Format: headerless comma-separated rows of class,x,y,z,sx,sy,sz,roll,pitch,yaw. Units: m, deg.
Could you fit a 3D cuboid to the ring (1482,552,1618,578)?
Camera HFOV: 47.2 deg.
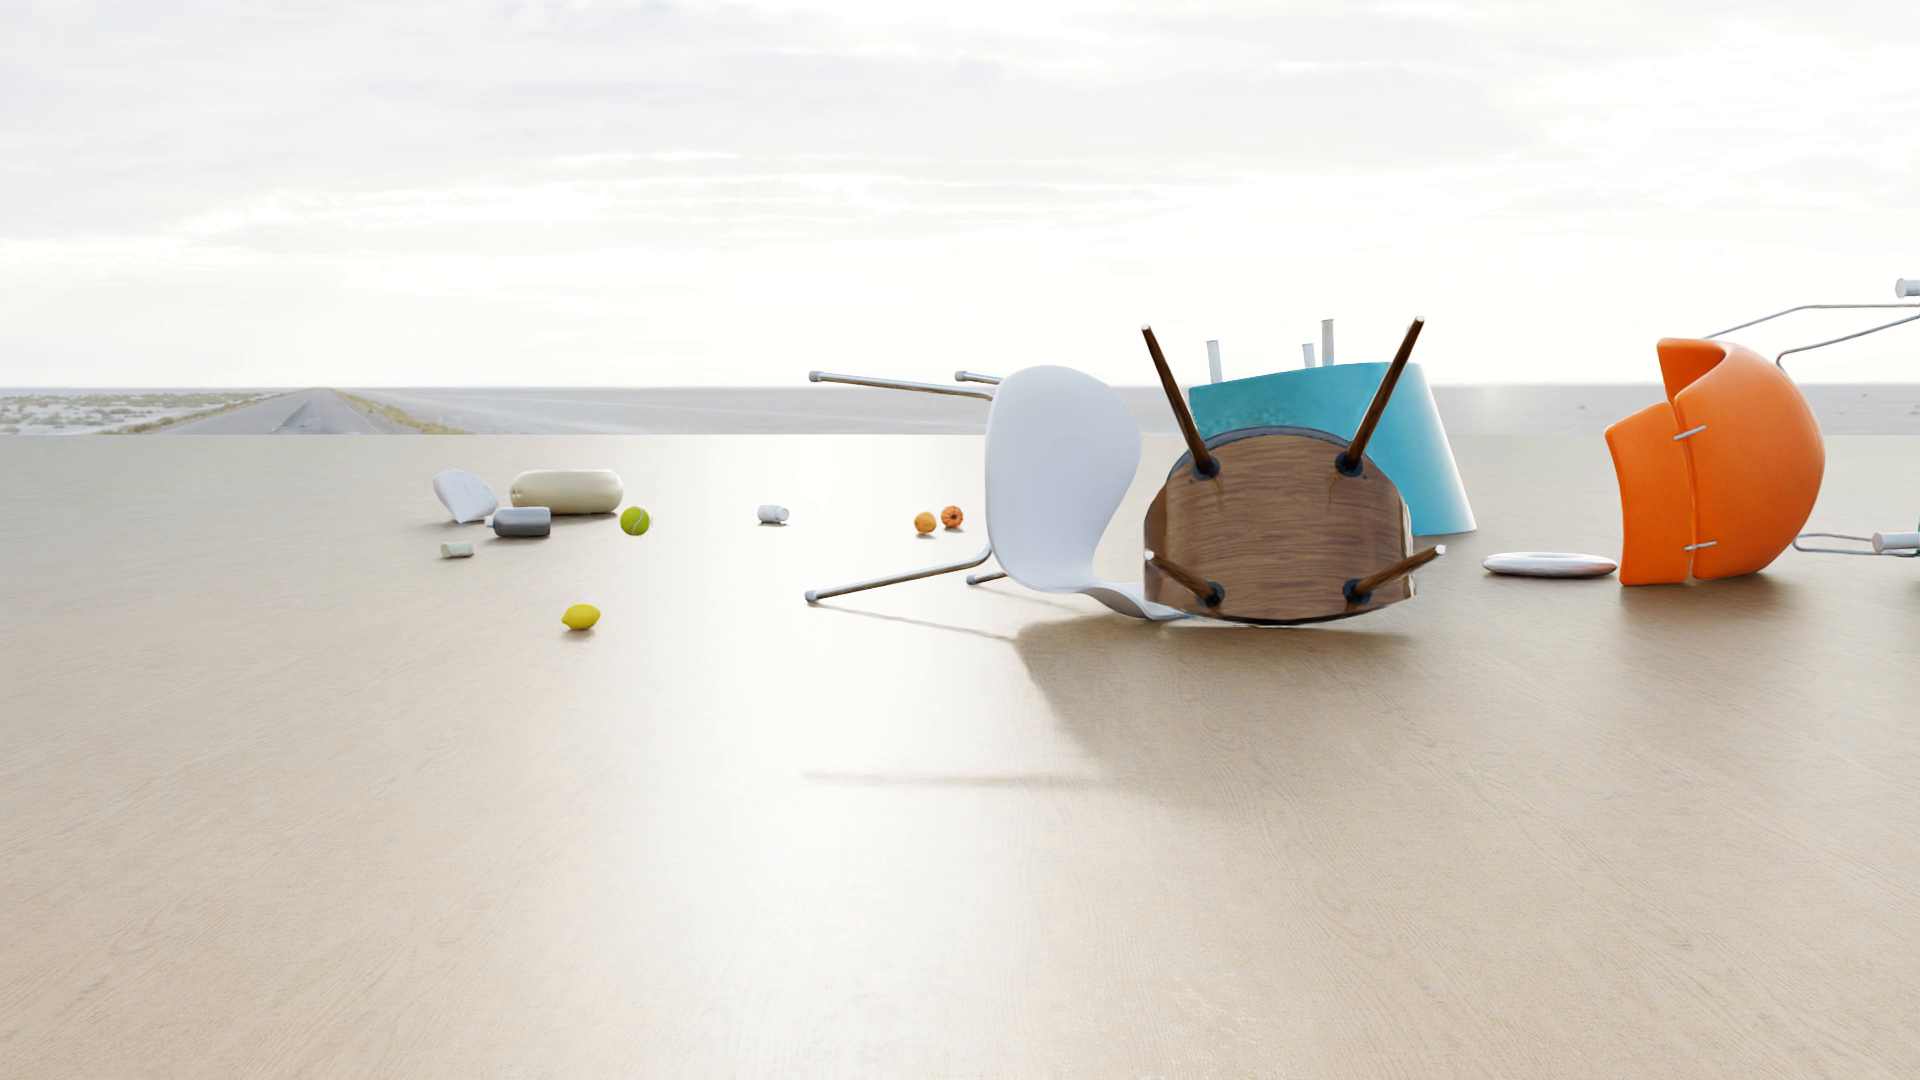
ring,1.431,0.060,5.340,0.322,0.045,0.315,1,4,7

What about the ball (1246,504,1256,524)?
ball,0.951,-0.085,7.318,0.064,0.064,0.064,0,4,0

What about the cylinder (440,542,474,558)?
cylinder,-1.345,0.025,5.880,0.071,0.037,0.059,-3,27,-41

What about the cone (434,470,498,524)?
cone,-1.685,-0.106,7.455,0.238,0.158,0.234,32,18,-20

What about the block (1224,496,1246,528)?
block,0.897,-0.094,7.172,0.066,0.102,0.038,1,4,12

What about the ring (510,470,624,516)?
ring,-1.420,-0.174,7.952,0.284,0.158,0.497,2,4,36
